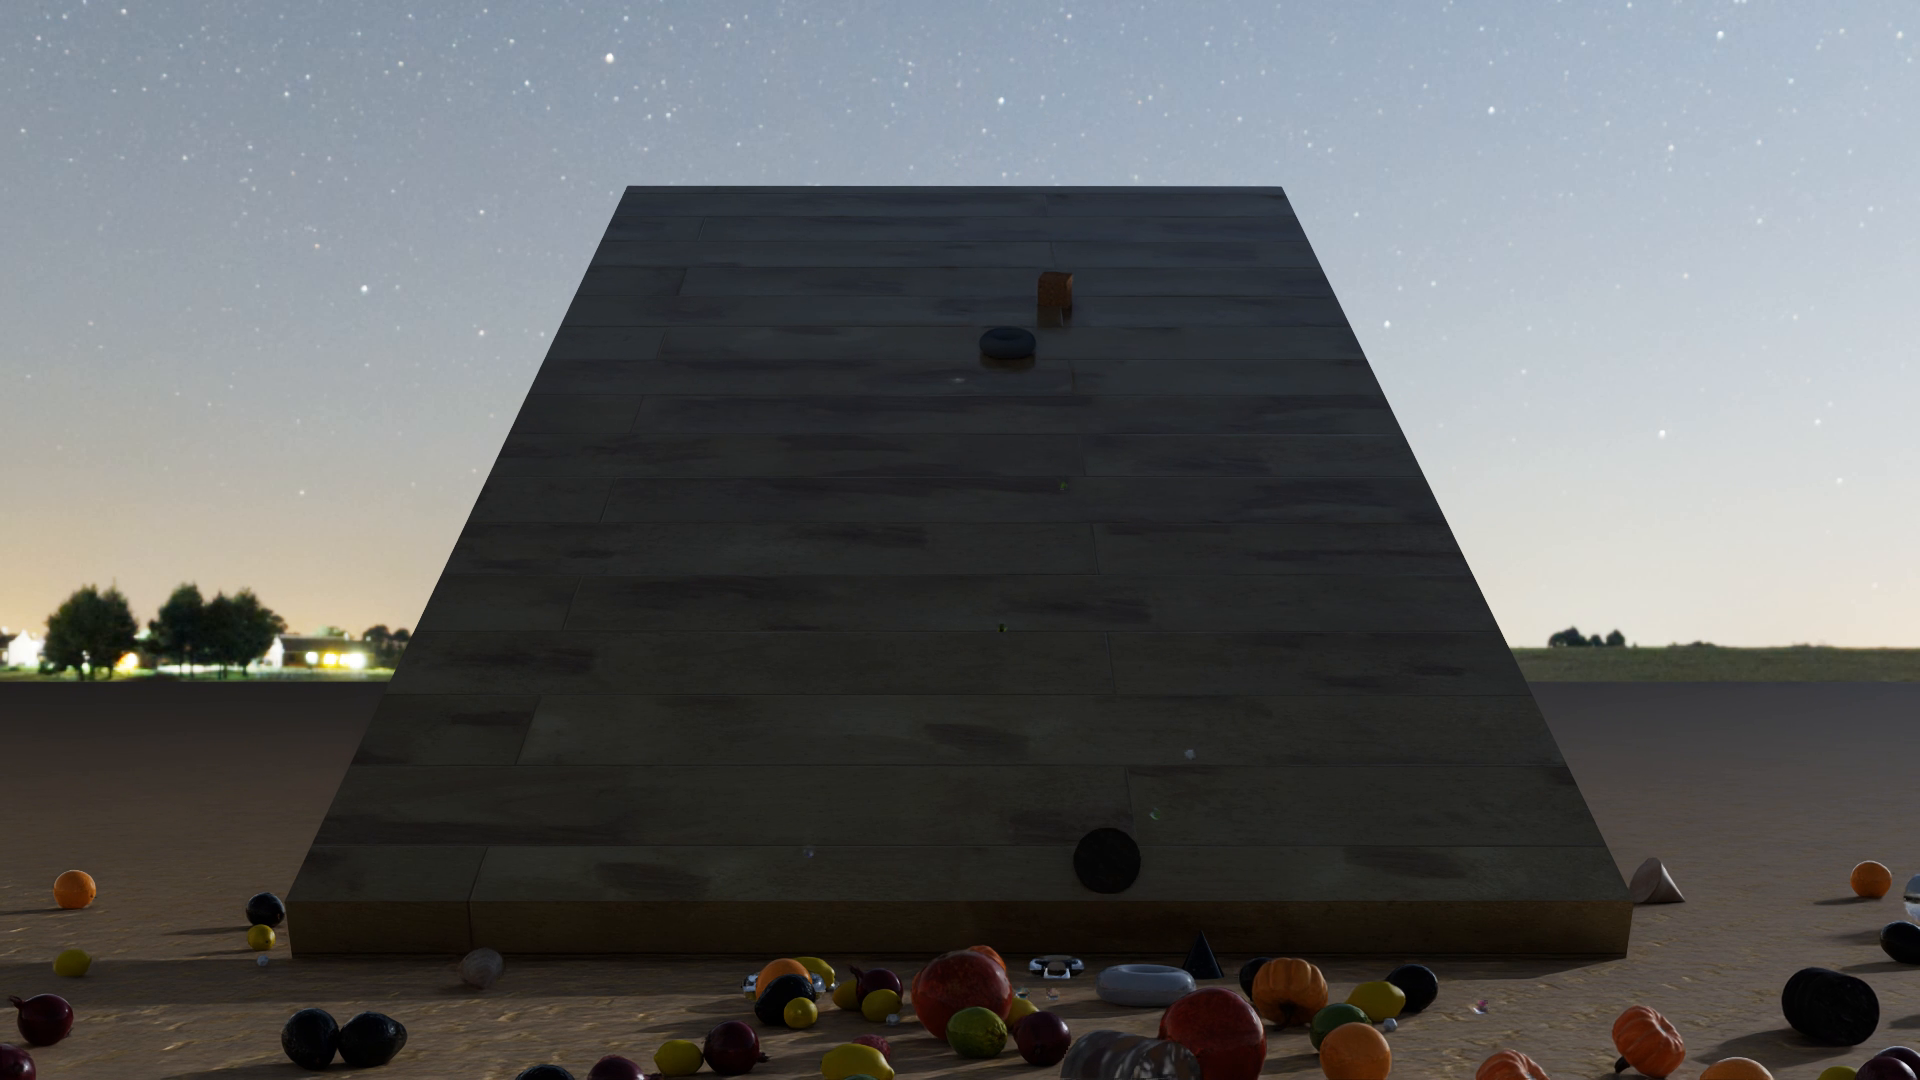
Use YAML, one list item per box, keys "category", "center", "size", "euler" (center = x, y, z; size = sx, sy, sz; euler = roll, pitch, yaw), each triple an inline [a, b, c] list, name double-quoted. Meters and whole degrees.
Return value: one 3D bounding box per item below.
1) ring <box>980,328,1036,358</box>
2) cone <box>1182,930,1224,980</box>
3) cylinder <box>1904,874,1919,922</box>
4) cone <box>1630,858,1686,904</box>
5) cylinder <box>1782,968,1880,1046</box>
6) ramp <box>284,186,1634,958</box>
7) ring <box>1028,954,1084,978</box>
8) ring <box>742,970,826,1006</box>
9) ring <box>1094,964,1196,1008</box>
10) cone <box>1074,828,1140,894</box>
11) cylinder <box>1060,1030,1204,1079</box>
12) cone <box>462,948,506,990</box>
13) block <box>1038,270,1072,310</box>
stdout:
- category: "ring"
  center: [0.117, -0.483, 5.691]
  size: [0.139, 0.046, 0.139]
  euler: [-1, 25, 0]
- category: "cone"
  center: [0.339, 0.581, 3.272]
  size: [0.066, 0.066, 0.066]
  euler: [0, -3, 0]
- category: "cylinder"
  center: [1.647, 0.604, 3.895]
  size: [0.093, 0.093, 0.093]
  euler: [0, -3, -1]
- category: "cone"
  center: [1.317, 0.655, 4.336]
  size: [0.094, 0.094, 0.094]
  euler: [28, -9, -11]
- category: "cylinder"
  center: [1.008, 0.541, 2.693]
  size: [0.080, 0.080, 0.080]
  euler: [0, -3, -5]
- category: "ramp"
  center: [-0.008, -0.228, 5.294]
  size: [2.000, 0.100, 4.000]
  euler: [0, 24, 0]
- category: "ring"
  center: [0.136, 0.601, 3.274]
  size: [0.078, 0.026, 0.078]
  euler: [0, -2, 0]
- category: "ring"
  center: [-0.229, 0.582, 3.025]
  size: [0.108, 0.036, 0.108]
  euler: [0, -2, 0]
- category: "ring"
  center: [0.240, 0.578, 3.012]
  size: [0.131, 0.044, 0.131]
  euler: [1, -3, 0]
- category: "cone"
  center: [0.223, 0.481, 3.514]
  size: [0.100, 0.100, 0.100]
  euler: [0, -3, 3]
- category: "cylinder"
  center: [0.157, 0.501, 2.129]
  size: [0.093, 0.093, 0.093]
  euler: [3, -4, -38]
- category: "cone"
  center: [-0.645, 0.594, 3.146]
  size: [0.058, 0.058, 0.058]
  euler: [1, 29, -11]
- category: "block"
  center: [0.247, -0.648, 6.027]
  size: [0.076, 0.076, 0.076]
  euler: [6, 24, 12]
